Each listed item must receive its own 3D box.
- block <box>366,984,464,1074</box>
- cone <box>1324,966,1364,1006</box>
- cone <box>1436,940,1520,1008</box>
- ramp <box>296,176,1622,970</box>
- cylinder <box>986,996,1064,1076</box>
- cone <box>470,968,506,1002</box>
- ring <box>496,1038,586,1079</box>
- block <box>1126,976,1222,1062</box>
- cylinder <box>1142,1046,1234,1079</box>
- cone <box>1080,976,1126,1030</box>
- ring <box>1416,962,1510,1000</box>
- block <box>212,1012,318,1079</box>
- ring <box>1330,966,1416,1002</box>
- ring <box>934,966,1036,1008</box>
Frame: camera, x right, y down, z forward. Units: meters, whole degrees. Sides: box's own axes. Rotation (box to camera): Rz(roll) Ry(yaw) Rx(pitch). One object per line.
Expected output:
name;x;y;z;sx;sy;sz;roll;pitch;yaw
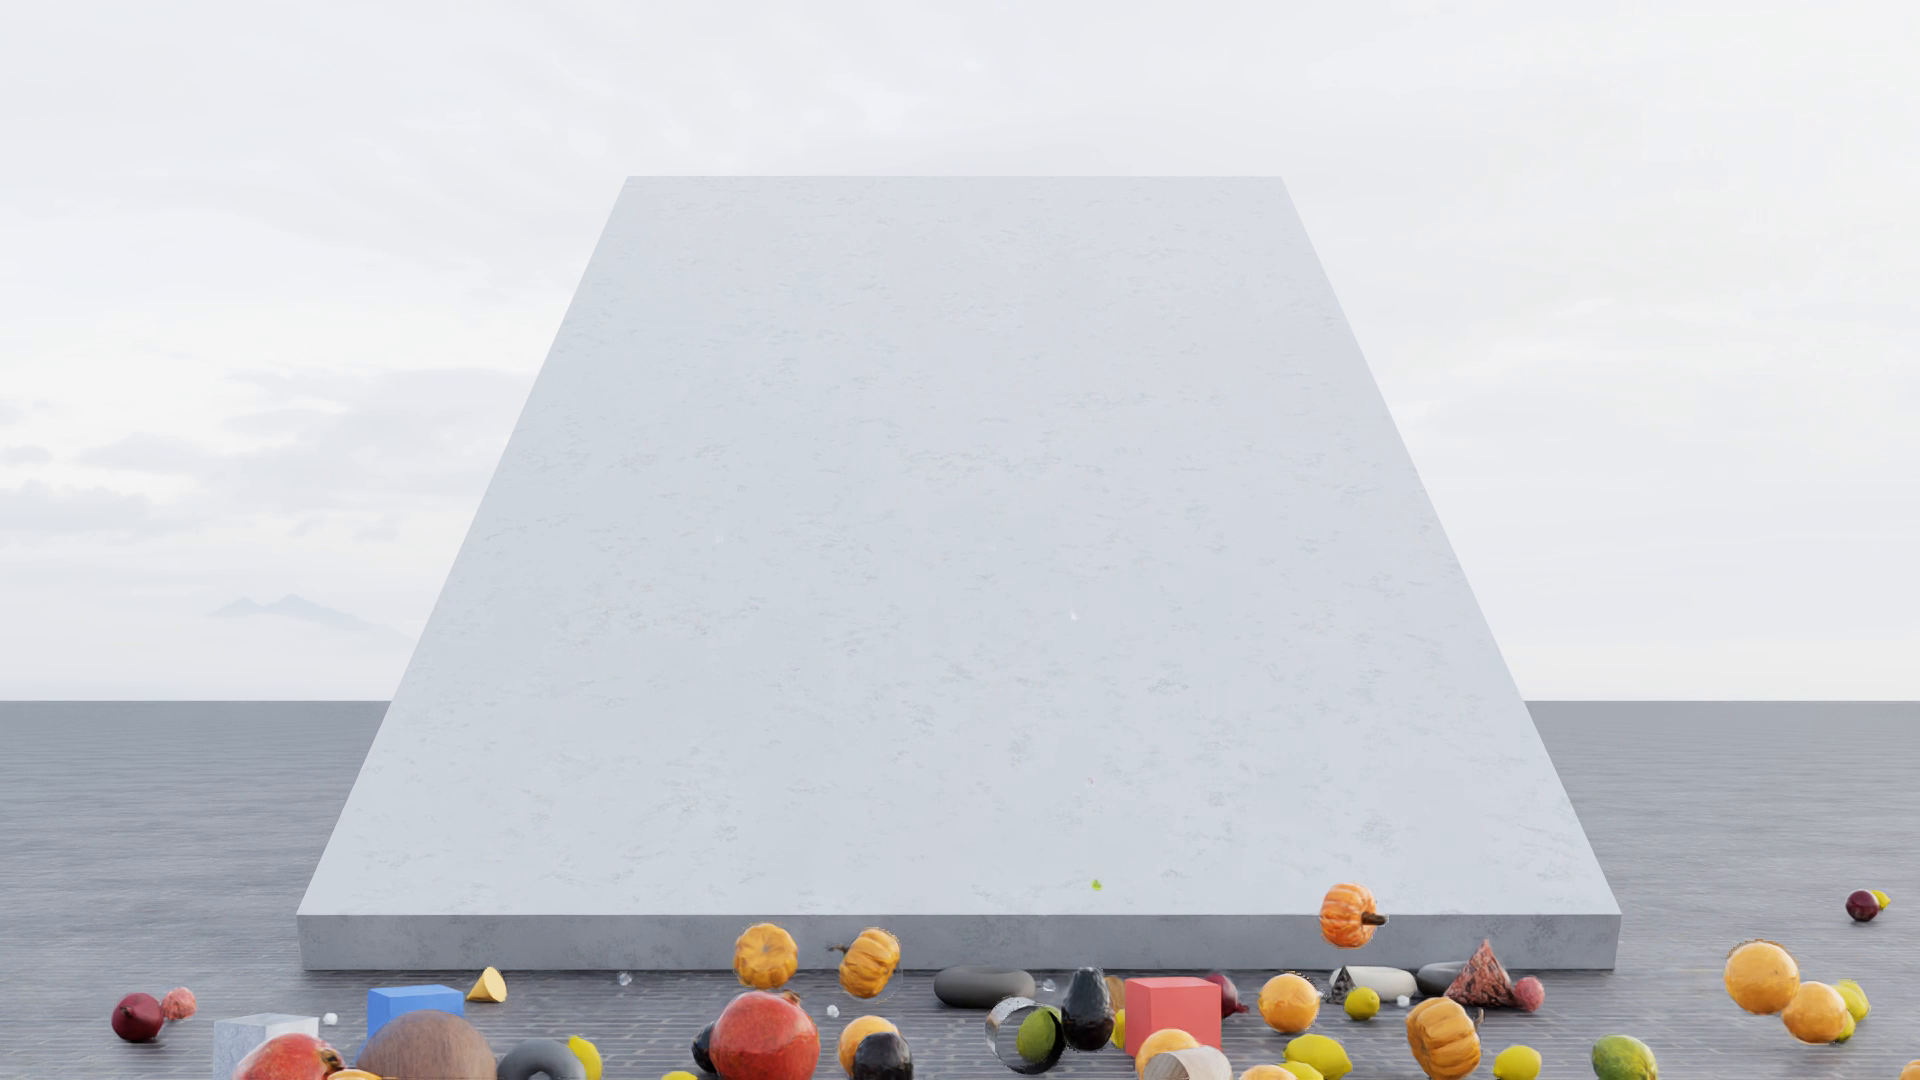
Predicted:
block;-0.617;0.553;2.646;0.084;0.084;0.084;2;-4;-31
cone;0.523;0.604;3.185;0.053;0.053;0.053;0;-4;0
cone;0.687;0.606;3.153;0.099;0.099;0.099;-28;-8;8
ramp;-0.009;-0.229;5.362;2.000;0.100;4.000;0;25;0
cylinder;0.072;0.555;2.619;0.076;0.076;0.076;1;-4;-9
cone;-0.657;0.620;3.203;0.050;0.050;0.050;-39;-18;17
ring;-0.397;0.520;2.216;0.094;0.094;0.031;-1;-7;11
block;0.247;0.556;2.714;0.086;0.086;0.086;1;-4;-16
cylinder;0.228;0.542;2.341;0.065;0.065;0.065;4;-5;-43
cone;0.187;0.601;2.980;0.069;0.069;0.069;0;-30;3
ring;0.699;0.613;3.247;0.129;0.043;0.129;-1;-3;0
block;-0.736;0.546;2.480;0.075;0.075;0.075;-2;-4;29
ring;0.572;0.615;3.239;0.117;0.039;0.117;1;-4;0
ring;0.034;0.607;3.175;0.139;0.046;0.139;1;-3;0
